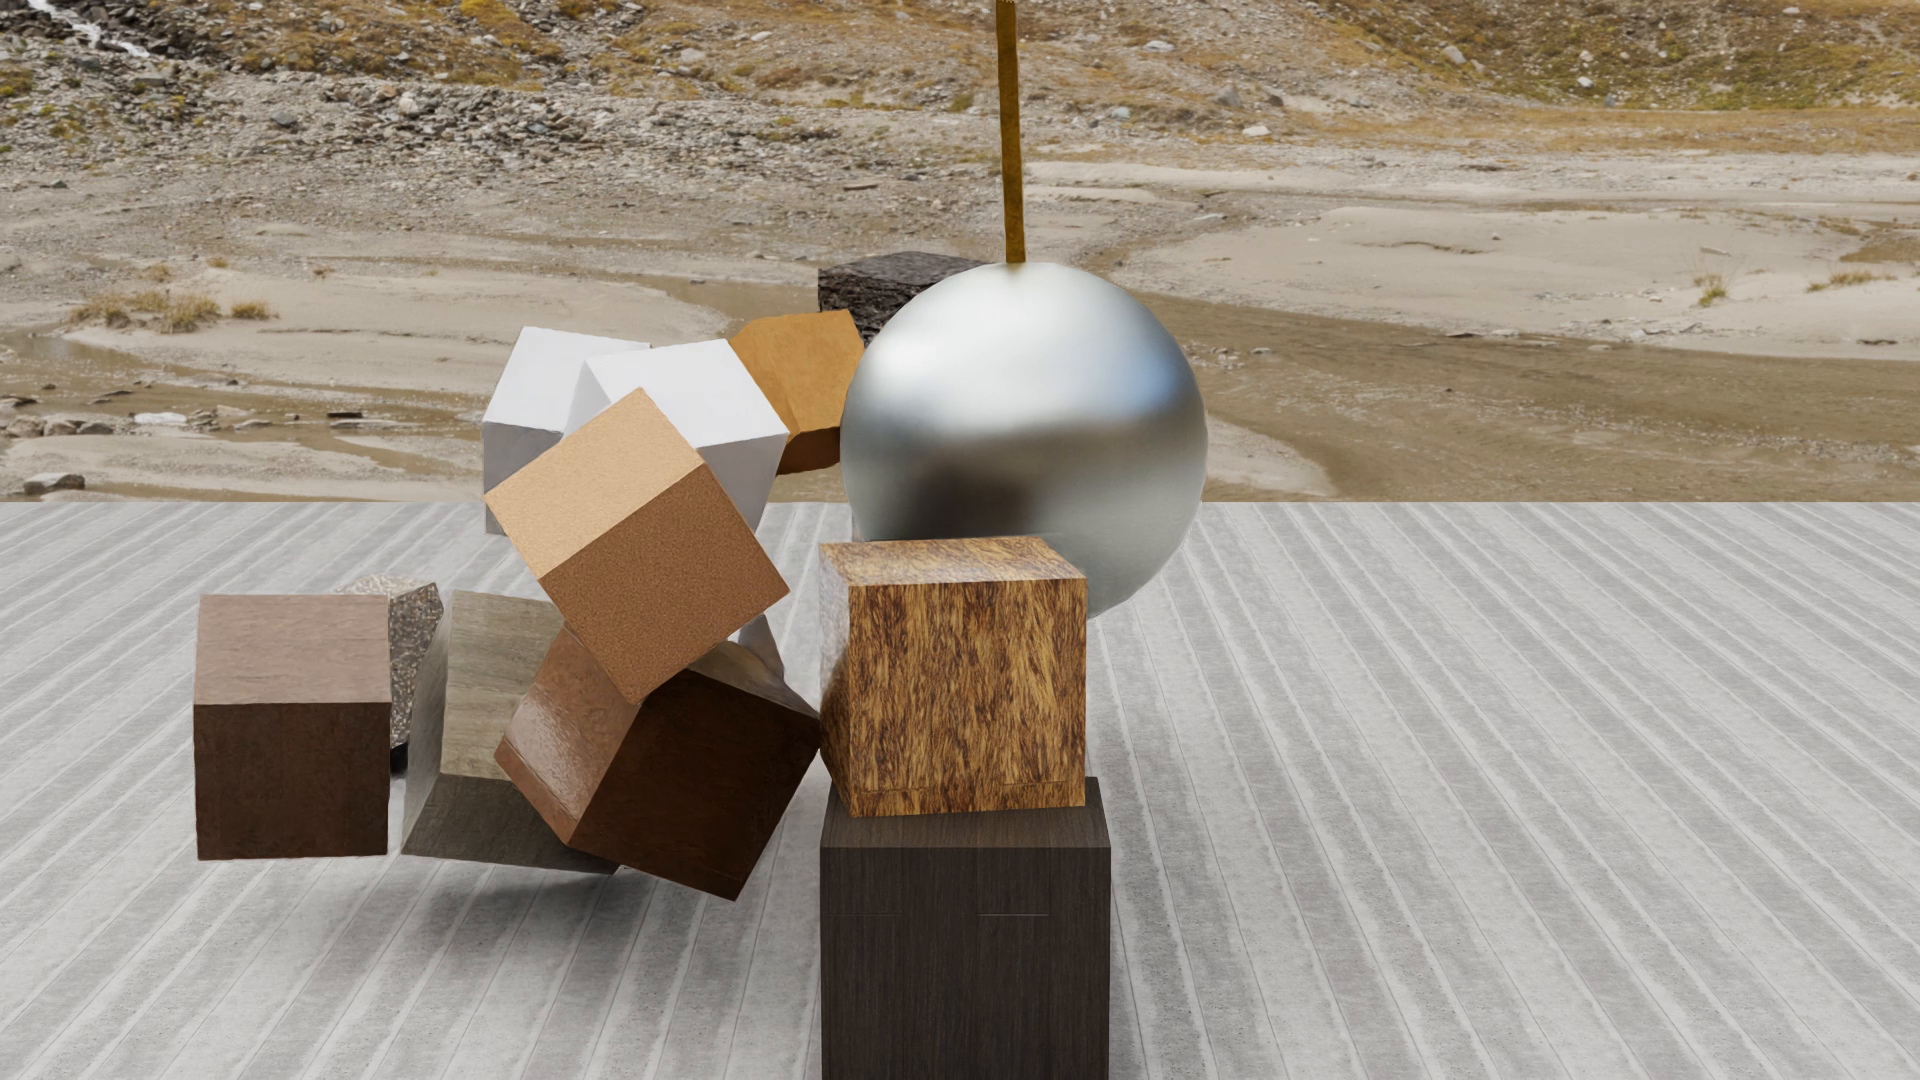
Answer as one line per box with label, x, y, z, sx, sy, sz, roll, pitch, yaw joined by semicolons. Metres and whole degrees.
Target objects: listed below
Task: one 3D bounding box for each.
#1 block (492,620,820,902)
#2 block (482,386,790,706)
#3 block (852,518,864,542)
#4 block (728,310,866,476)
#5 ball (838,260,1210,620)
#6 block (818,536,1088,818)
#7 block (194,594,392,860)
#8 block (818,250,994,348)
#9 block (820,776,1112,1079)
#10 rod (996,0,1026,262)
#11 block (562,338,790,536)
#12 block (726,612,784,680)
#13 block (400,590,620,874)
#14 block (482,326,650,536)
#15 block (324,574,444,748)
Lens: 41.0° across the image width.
block;-1.163;0.779;9.947;0.794;0.786;0.794;25;6;-36
block;-1.186;0.013;9.380;0.709;0.660;0.712;-36;36;-6
block;-0.042;-0.336;12.942;0.797;0.917;0.920;3;13;13
block;-0.766;-0.672;11.868;0.571;0.573;0.516;-11;-17;-44
ball;0.275;-0.405;11.107;1.600;1.600;1.600;0;10;0
block;-0.044;0.481;9.415;0.844;0.829;0.837;-2;10;-10
block;-2.760;0.767;10.628;0.756;0.805;0.738;0;34;-14
block;-0.208;-1.002;12.365;0.678;0.634;0.644;14;22;41
block;0.018;1.416;9.184;0.986;0.928;0.886;0;10;0
rod;0.119;-3.747;10.499;0.080;5.200;0.080;-3;10;0
block;-1.150;-0.349;10.173;0.631;0.605;0.568;-11;50;-33
block;-1.341;0.719;12.424;0.725;0.825;0.768;1;55;11
block;-1.818;0.845;11.011;0.940;0.817;0.988;8;-28;-18
block;-1.706;-0.445;11.197;0.566;0.613;0.710;8;39;2
block;-3.115;0.670;13.201;0.815;0.714;0.756;-24;16;-34
